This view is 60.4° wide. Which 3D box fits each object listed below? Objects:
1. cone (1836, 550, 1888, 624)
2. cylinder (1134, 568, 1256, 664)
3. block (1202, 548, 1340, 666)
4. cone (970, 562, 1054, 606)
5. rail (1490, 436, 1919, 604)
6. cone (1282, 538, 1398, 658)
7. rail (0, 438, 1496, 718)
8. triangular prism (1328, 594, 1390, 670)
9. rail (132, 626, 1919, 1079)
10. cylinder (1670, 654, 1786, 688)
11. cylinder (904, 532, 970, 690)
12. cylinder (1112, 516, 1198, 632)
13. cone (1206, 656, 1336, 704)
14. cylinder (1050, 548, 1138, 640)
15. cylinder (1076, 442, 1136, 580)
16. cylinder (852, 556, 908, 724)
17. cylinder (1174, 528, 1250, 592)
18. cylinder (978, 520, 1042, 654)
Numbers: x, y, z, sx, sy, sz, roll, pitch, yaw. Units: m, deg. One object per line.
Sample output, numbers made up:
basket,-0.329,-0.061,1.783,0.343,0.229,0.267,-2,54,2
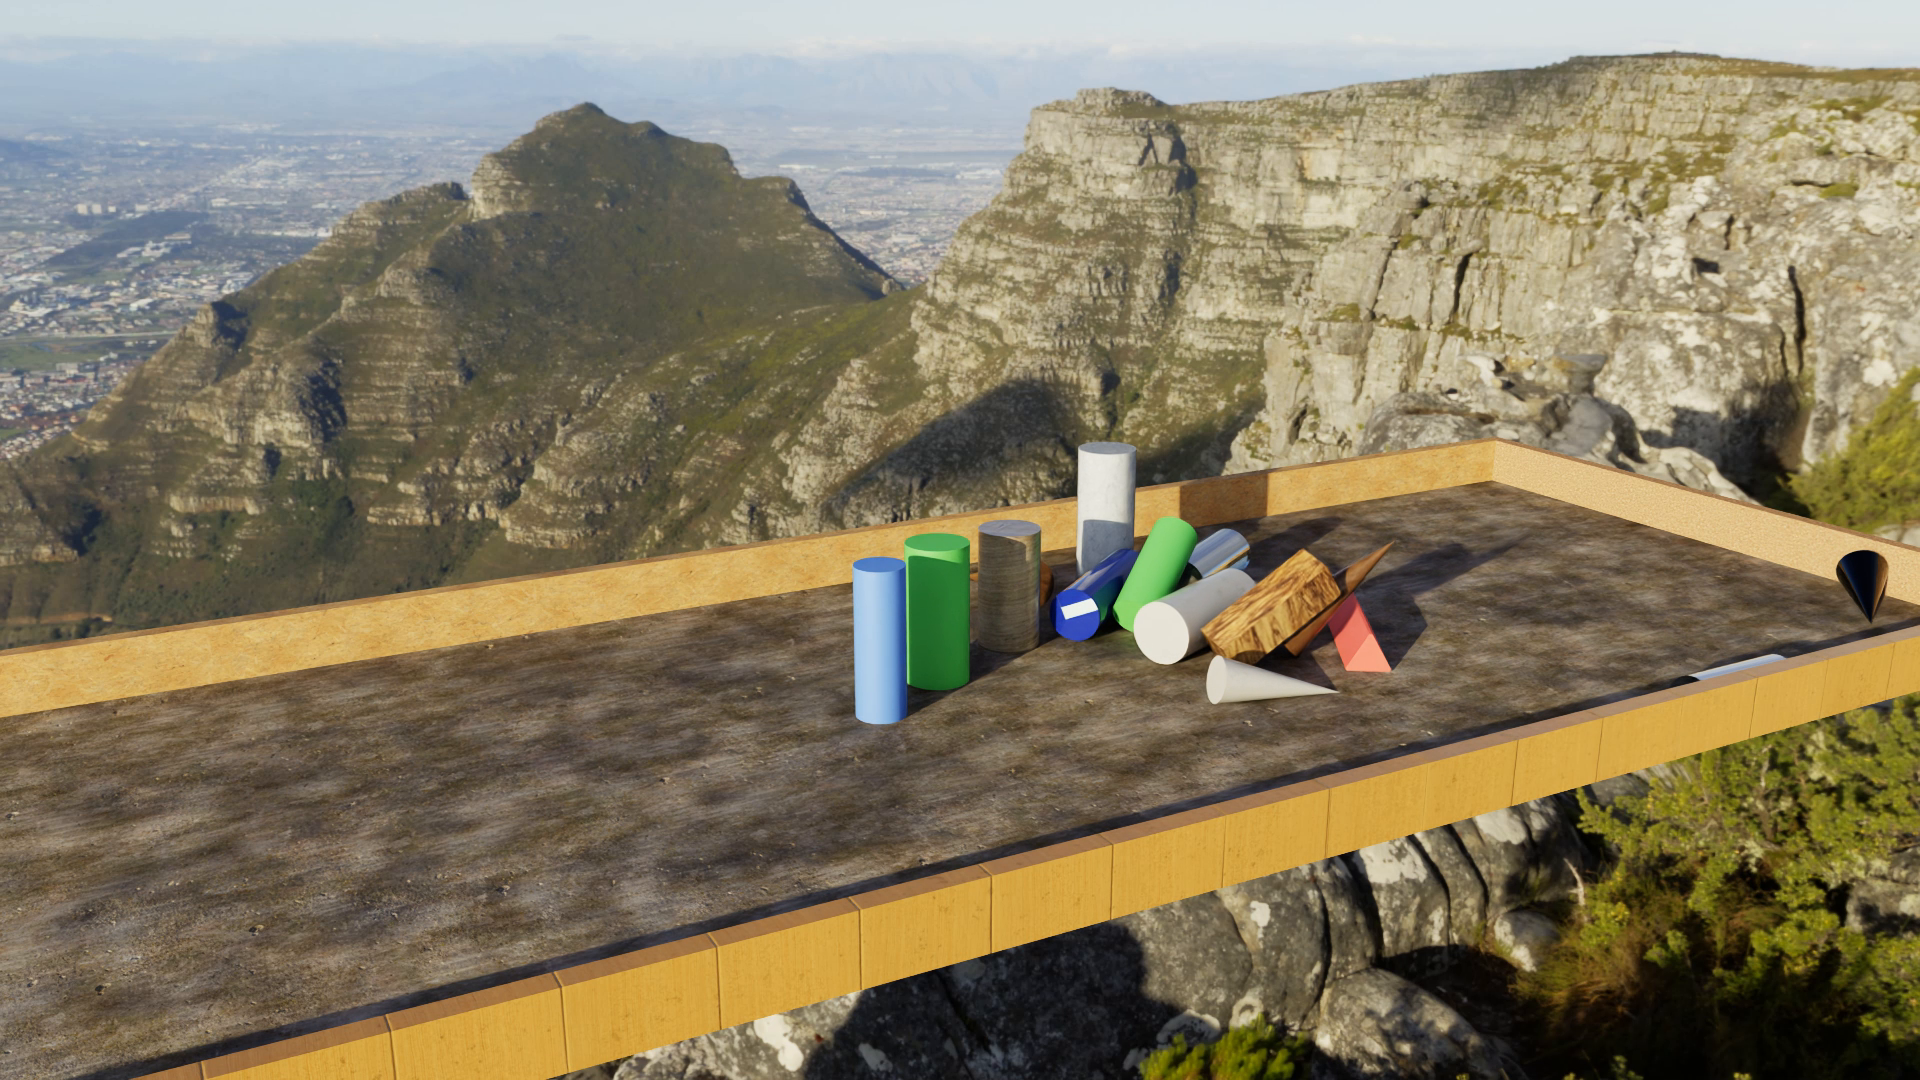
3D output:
cone,2.577,0.161,4.688,0.136,0.136,0.310,6,30,21
cylinder,0.634,0.199,4.382,0.167,0.167,0.373,13,21,37
block,0.792,0.183,4.201,0.338,0.108,0.108,-38,36,-4
cone,0.112,0.117,4.839,0.135,0.135,0.360,-11,9,-33
rail,2.466,-0.048,5.253,0.050,0.150,2.100,-9,18,-27
cone,0.979,0.124,4.273,0.394,0.146,0.146,-41,14,9
rail,-3.305,0.497,3.399,12.000,0.150,0.050,-9,18,-27
triangular prism,1.059,0.233,4.380,0.113,0.098,0.377,1,16,5
rail,-2.336,1.006,1.665,12.000,0.150,0.050,-9,18,-27
cylinder,1.837,0.358,3.913,0.302,0.127,0.127,-9,18,-27
cylinder,-0.056,0.177,4.114,0.162,0.359,0.162,0,16,0
cylinder,0.539,0.095,4.541,0.130,0.130,0.328,9,48,27
cone,0.780,0.357,4.035,0.330,0.118,0.118,7,15,-14
cylinder,0.395,0.148,4.596,0.144,0.144,0.421,8,18,24
cylinder,0.429,-0.069,4.854,0.169,0.413,0.169,0,16,0
cylinder,-0.187,0.236,3.887,0.124,0.374,0.124,0,16,0
cylinder,0.716,0.081,4.823,0.145,0.145,0.370,9,19,28
cylinder,0.130,0.122,4.370,0.166,0.321,0.166,0,16,0
